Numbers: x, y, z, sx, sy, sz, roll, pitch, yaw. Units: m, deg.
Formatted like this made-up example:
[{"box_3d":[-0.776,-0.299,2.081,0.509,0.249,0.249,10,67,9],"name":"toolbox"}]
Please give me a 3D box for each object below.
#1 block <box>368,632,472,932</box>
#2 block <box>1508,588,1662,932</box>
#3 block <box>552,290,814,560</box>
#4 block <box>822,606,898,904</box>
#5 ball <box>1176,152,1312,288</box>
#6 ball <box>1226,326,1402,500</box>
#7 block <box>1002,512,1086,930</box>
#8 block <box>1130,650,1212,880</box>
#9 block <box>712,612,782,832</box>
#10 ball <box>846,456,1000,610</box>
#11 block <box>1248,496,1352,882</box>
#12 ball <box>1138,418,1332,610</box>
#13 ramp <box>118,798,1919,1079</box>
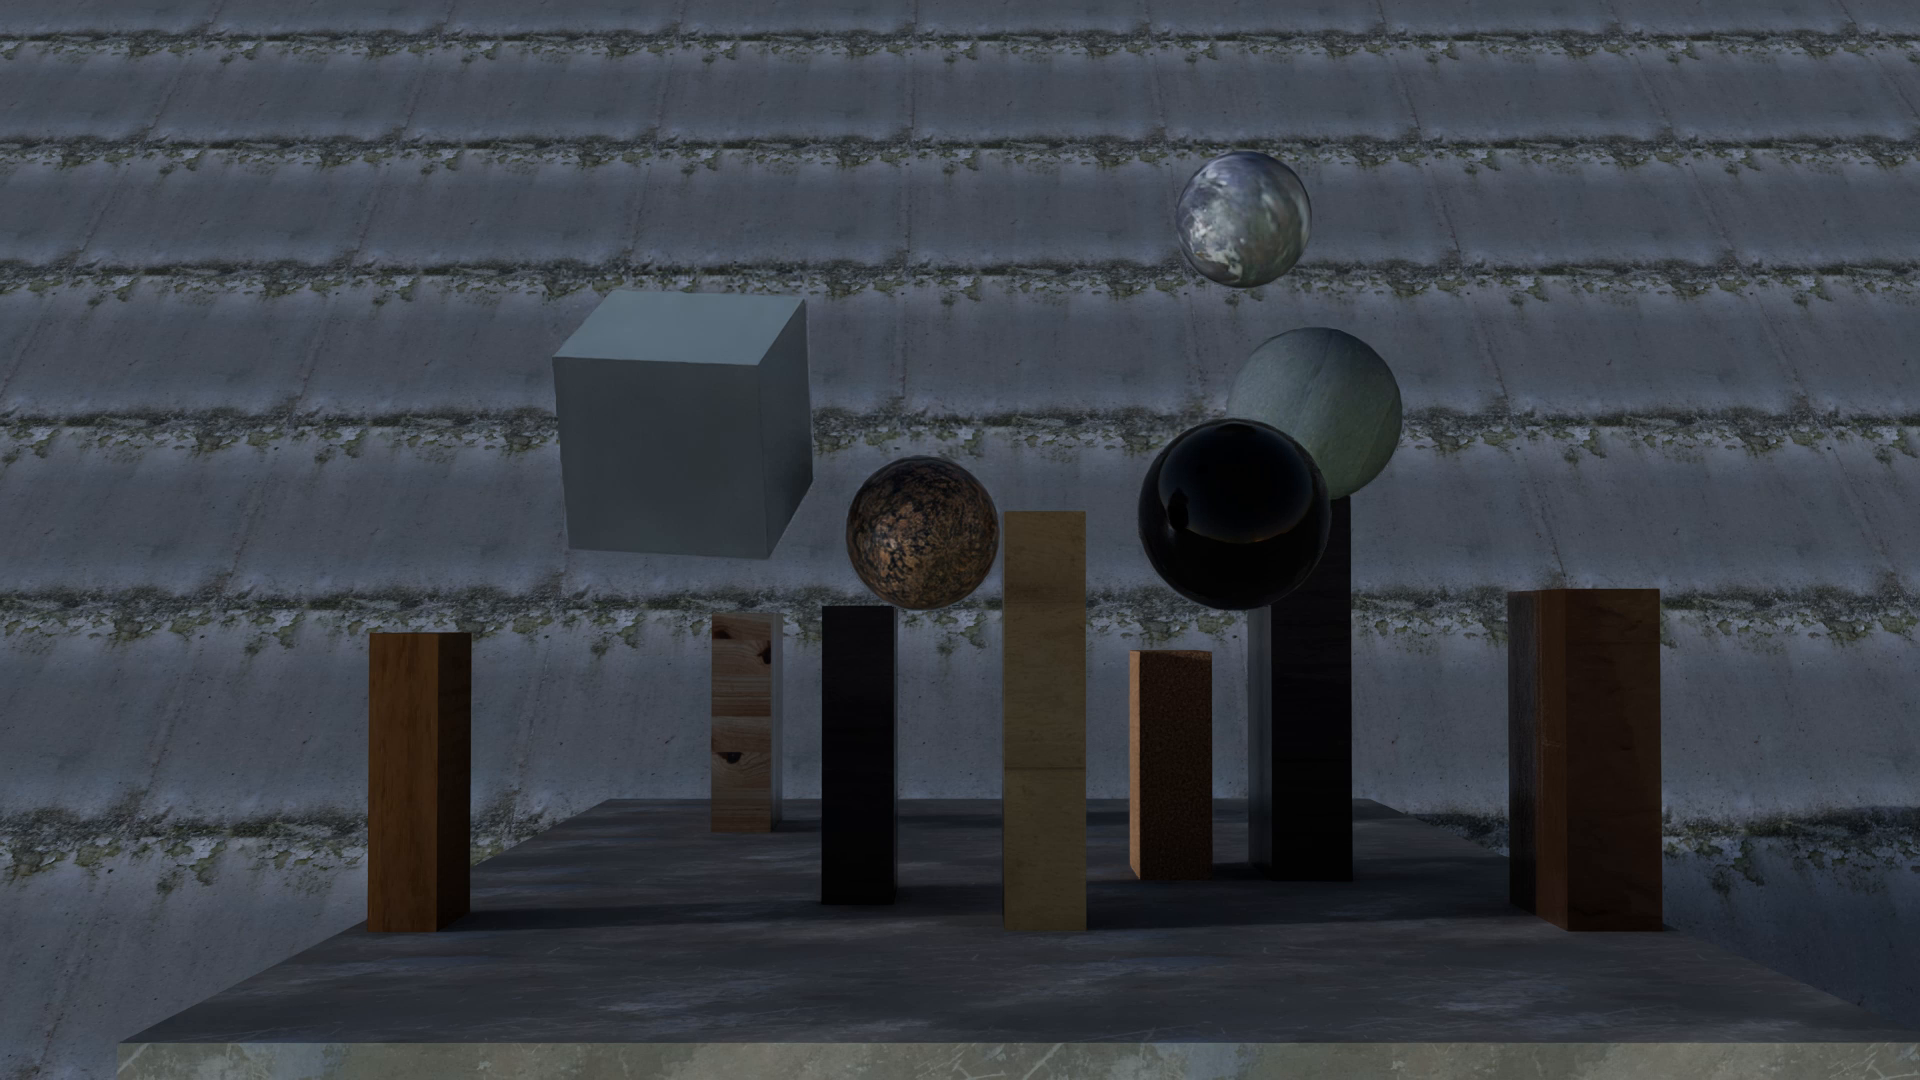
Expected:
[{"box_3d":[-0.831,0.366,4.008,0.103,0.446,0.265,0,-2,0],"name":"block"},{"box_3d":[0.977,0.335,4.087,0.142,0.512,0.408,0,-2,0],"name":"block"},{"box_3d":[-0.265,-0.116,2.540,0.197,0.197,0.197,3,24,9],"name":"block"},{"box_3d":[-0.168,0.357,4.392,0.118,0.489,0.272,0,-2,0],"name":"block"},{"box_3d":[0.305,-0.344,2.789,0.146,0.146,0.146,0,35,0],"name":"ball"},{"box_3d":[0.410,-0.145,3.012,0.203,0.203,0.203,0,35,0],"name":"ball"},{"box_3d":[0.128,0.274,4.017,0.122,0.628,0.241,0,-2,0],"name":"block"},{"box_3d":[0.388,0.410,4.805,0.129,0.409,0.293,0,-2,0],"name":"block"},{"box_3d":[-0.483,0.409,5.921,0.131,0.484,0.387,0,-2,0],"name":"block"},{"box_3d":[-0.037,-0.007,2.546,0.152,0.152,0.152,0,35,0],"name":"ball"},{"box_3d":[0.629,0.224,4.839,0.144,0.783,0.380,0,-2,0],"name":"block"},{"box_3d":[0.284,-0.027,2.694,0.200,0.200,0.200,0,35,0],"name":"ball"},{"box_3d":[0.078,0.666,4.842,2.000,0.100,4.000,0,-2,0],"name":"ramp"}]
